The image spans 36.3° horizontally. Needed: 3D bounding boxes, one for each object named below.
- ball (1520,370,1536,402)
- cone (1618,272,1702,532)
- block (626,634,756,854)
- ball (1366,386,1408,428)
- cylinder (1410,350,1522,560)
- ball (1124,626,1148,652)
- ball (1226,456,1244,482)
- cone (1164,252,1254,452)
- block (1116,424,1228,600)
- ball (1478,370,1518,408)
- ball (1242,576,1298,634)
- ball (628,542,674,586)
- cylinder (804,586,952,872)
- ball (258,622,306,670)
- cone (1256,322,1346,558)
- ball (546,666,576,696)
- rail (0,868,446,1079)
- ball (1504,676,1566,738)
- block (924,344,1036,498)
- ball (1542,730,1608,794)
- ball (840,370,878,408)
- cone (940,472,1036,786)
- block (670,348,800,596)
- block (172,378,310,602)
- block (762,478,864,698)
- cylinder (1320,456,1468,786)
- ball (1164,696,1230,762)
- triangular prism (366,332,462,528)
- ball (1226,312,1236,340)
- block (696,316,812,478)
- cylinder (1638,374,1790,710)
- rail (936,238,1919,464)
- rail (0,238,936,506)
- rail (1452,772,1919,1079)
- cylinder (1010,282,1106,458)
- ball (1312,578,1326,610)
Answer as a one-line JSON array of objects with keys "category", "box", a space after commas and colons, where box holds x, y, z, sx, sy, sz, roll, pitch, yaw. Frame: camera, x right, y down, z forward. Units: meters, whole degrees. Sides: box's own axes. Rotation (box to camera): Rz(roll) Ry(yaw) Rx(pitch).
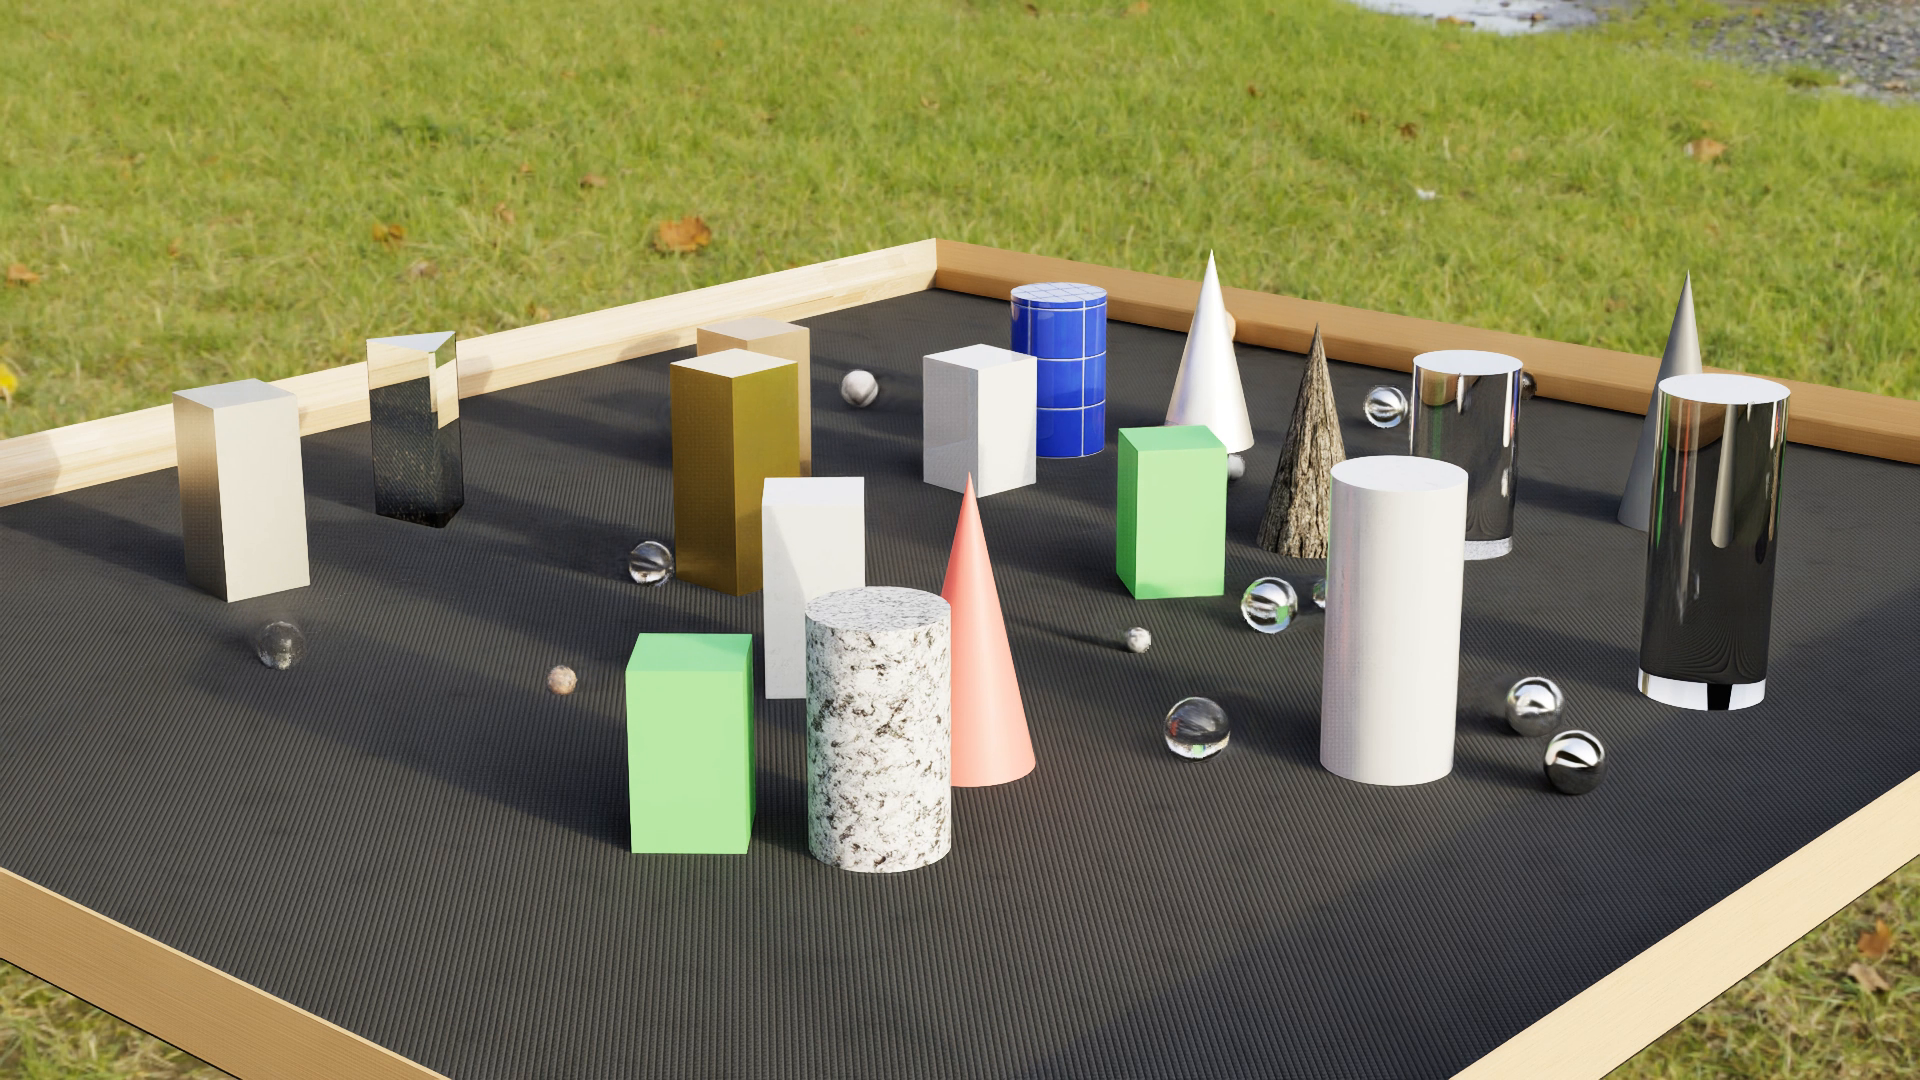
[{"category": "ball", "box": [1.232, -0.341, 6.462, 0.070, 0.070, 0.070, 0, 17, 0]}, {"category": "cone", "box": [1.351, -0.271, 5.507, 0.197, 0.487, 0.197, 0, 17, 0]}, {"category": "block", "box": [-0.371, 0.281, 4.062, 0.158, 0.265, 0.158, 0, 17, 1]}, {"category": "ball", "box": [0.906, -0.282, 6.235, 0.089, 0.089, 0.089, 0, 17, 0]}, {"category": "cylinder", "box": [0.923, -0.157, 5.375, 0.197, 0.346, 0.197, 0, 17, 0]}, {"category": "ball", "box": [0.290, 0.164, 4.833, 0.043, 0.043, 0.043, 0, 17, 0]}, {"category": "ball", "box": [0.541, -0.142, 5.837, 0.050, 0.050, 0.050, 0, 17, 0]}, {"category": "cone", "box": [0.516, -0.402, 6.075, 0.197, 0.409, 0.197, 0, 17, 0]}, {"category": "block", "box": [0.371, -0.050, 5.157, 0.158, 0.267, 0.158, -3, 17, -9]}, {"category": "ball", "box": [1.176, -0.330, 6.402, 0.083, 0.083, 0.083, 0, 17, 0]}, {"category": "ball", "box": [0.521, 0.109, 4.927, 0.095, 0.095, 0.095, 0, 17, 0]}, {"category": "ball", "box": [-0.545, 0.042, 5.174, 0.079, 0.079, 0.079, 0, 17, 0]}, {"category": "cylinder", "box": [-0.111, 0.257, 4.005, 0.197, 0.343, 0.197, 0, 17, 0]}, {"category": "ball", "box": [-1.100, 0.171, 4.752, 0.076, 0.076, 0.076, 0, 17, 0]}, {"category": "cone", "box": [0.649, -0.197, 5.375, 0.197, 0.422, 0.197, 0, 17, 0]}, {"category": "ball", "box": [-0.630, 0.222, 4.634, 0.047, 0.047, 0.047, 0, 17, 0]}, {"category": "rail", "box": [-1.250, 0.447, 3.742, 3.521, 0.128, 0.045, 14, 22, 39]}, {"category": "ball", "box": [0.873, 0.254, 4.450, 0.092, 0.092, 0.092, 0, 17, 0]}, {"category": "block", "box": [0.039, -0.237, 5.795, 0.158, 0.256, 0.158, -15, 22, -41]}, {"category": "ball", "box": [0.887, 0.320, 4.228, 0.093, 0.093, 0.093, 0, 17, 0]}, {"category": "ball", "box": [-0.221, -0.331, 6.408, 0.081, 0.081, 0.081, 0, 17, 0]}, {"category": "cone", "box": [0.014, 0.115, 4.292, 0.197, 0.448, 0.197, 0, 17, 0]}, {"category": "block", "box": [-0.394, -0.121, 5.171, 0.158, 0.393, 0.158, 15, 22, 40]}, {"category": "block", "box": [-1.262, -0.089, 5.147, 0.158, 0.346, 0.158, -14, 22, -38]}, {"category": "block", "box": [-0.230, 0.075, 4.654, 0.158, 0.317, 0.158, -1, 17, -2]}, {"category": "cylinder", "box": [0.634, 0.116, 4.297, 0.197, 0.444, 0.197, 0, 17, 0]}, {"category": "ball", "box": [0.351, 0.281, 4.349, 0.098, 0.098, 0.098, 0, 17, 0]}, {"category": "triangular prism", "box": [-1.006, -0.217, 5.581, 0.171, 0.341, 0.148, 11, 20, 33]}, {"category": "ball", "box": [0.607, -0.502, 6.951, 0.096, 0.096, 0.096, 0, 17, 0]}, {"category": "block", "box": [-0.409, -0.273, 5.830, 0.158, 0.304, 0.158, -15, 23, -41]}, {"category": "cylinder", "box": [1.179, 0.002, 4.594, 0.197, 0.492, 0.197, 0, 17, 0]}, {"category": "rail", "box": [1.250, -0.383, 6.498, 3.521, 0.128, 0.045, 14, 22, 39]}, {"category": "rail", "box": [-1.311, -0.297, 6.210, 0.045, 0.128, 3.860, 14, 22, 39]}, {"category": "rail", "box": [1.311, 0.361, 4.030, 0.045, 0.128, 3.860, 14, 22, 39]}, {"category": "cylinder", "box": [0.203, -0.352, 6.054, 0.197, 0.326, 0.197, 0, 17, 0]}, {"category": "ball", "box": [0.636, 0.092, 5.044, 0.059, 0.059, 0.059, 0, 17, 0]}]
